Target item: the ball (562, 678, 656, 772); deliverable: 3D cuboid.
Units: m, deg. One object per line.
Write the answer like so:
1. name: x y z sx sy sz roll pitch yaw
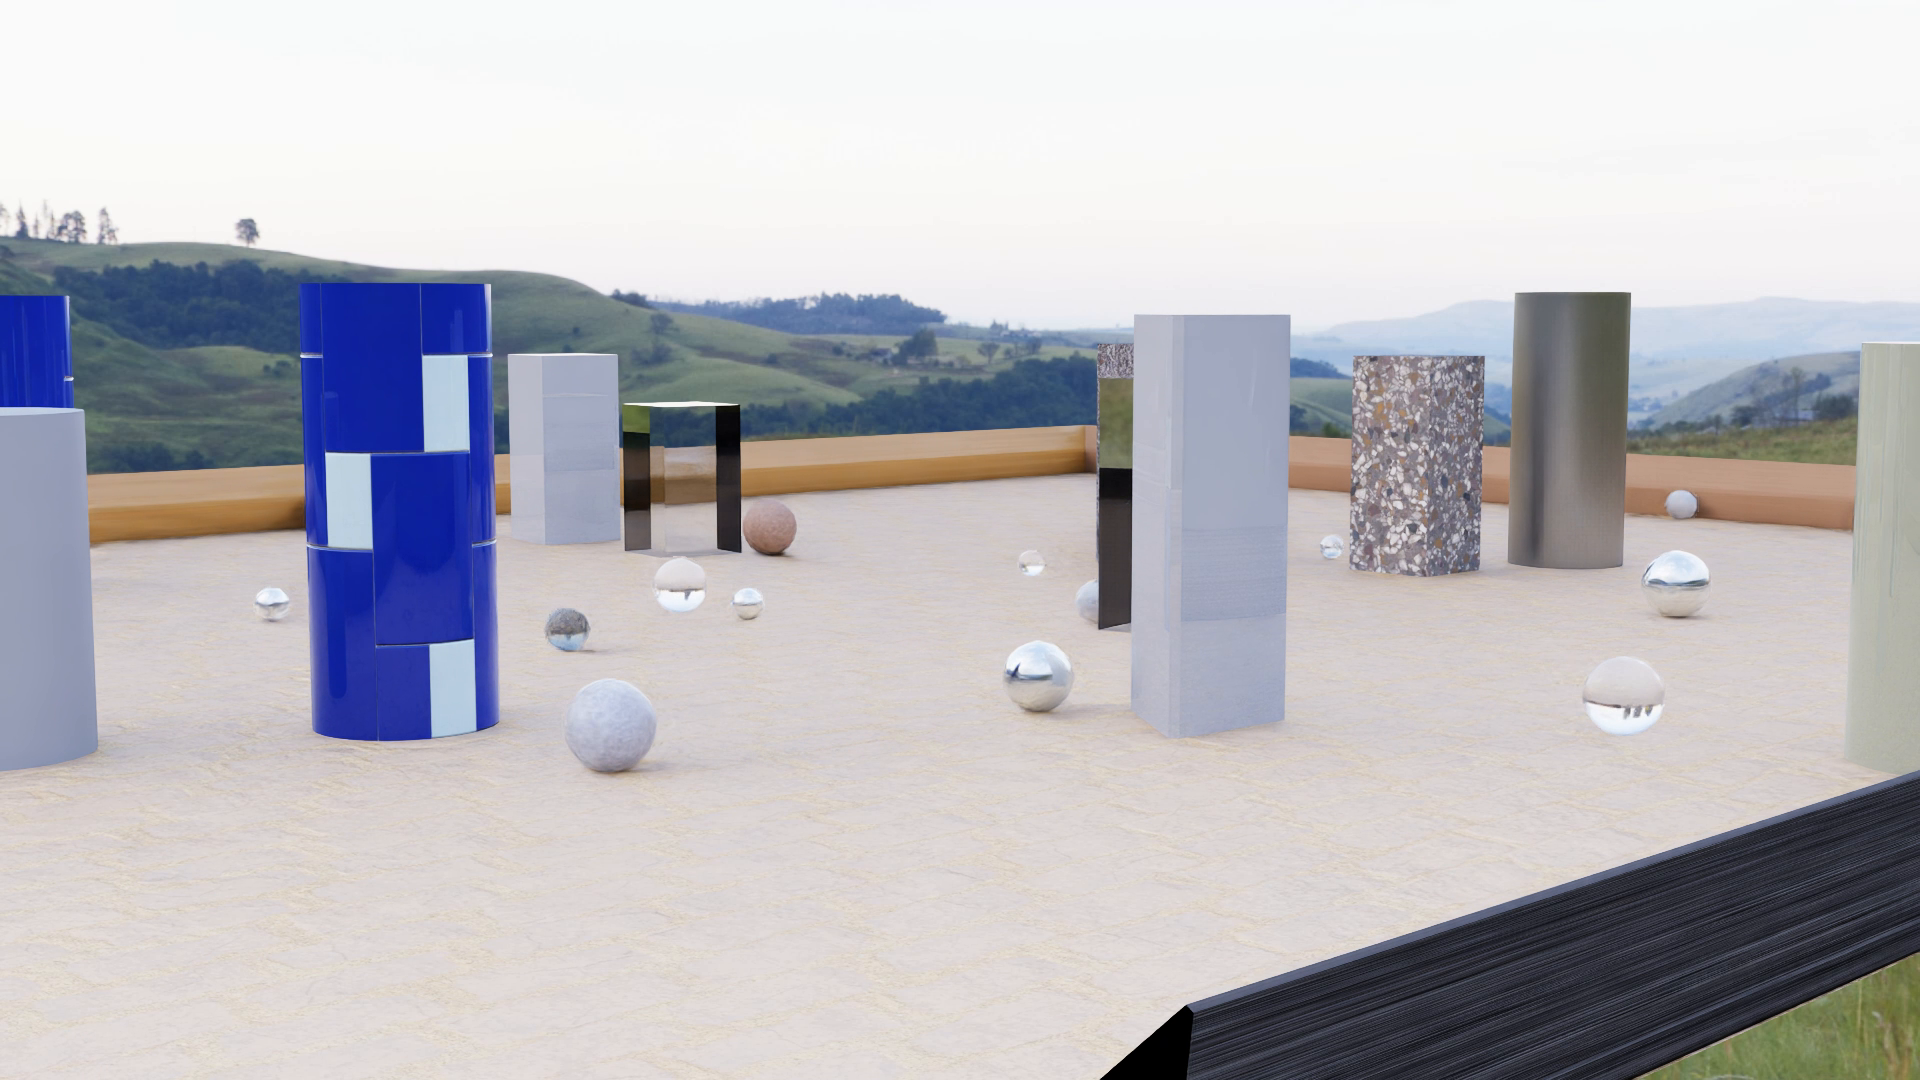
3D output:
1. ball: -0.339 0.179 2.128 0.090 0.090 0.090 0 6 0

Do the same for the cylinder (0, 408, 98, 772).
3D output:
1. cylinder: -0.975 0.044 2.200 0.198 0.344 0.198 0 6 0

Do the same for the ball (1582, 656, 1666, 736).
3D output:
1. ball: 0.696 0.164 2.307 0.083 0.083 0.083 0 6 0

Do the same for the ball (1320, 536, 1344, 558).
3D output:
1. ball: 0.669 0.014 3.953 0.041 0.041 0.041 0 6 0

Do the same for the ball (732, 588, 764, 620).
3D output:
1. ball: -0.307 0.093 3.169 0.046 0.046 0.046 0 6 0

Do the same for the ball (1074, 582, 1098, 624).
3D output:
1. ball: 0.194 0.089 3.130 0.061 0.061 0.061 0 6 0

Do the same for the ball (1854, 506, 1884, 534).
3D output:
1. ball: 1.820 -0.040 4.403 0.055 0.055 0.055 0 6 0

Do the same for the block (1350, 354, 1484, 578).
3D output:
1. block: 0.784 -0.132 3.773 0.158 0.368 0.158 -6 8 -43

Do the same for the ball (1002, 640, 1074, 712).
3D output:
1. ball: 0.087 0.152 2.445 0.079 0.079 0.079 0 6 0

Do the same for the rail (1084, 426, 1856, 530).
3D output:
1. rail: 1.541 -0.114 4.746 0.045 0.128 3.581 -5 8 -42

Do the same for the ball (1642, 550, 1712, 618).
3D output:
1. ball: 1.043 0.064 3.198 0.097 0.097 0.097 0 6 0

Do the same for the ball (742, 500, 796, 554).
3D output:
1. ball: -0.348 -0.023 4.023 0.099 0.099 0.099 0 6 0

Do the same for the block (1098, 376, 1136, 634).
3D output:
1. block: 0.304 -0.051 3.075 0.158 0.351 0.158 4 7 36

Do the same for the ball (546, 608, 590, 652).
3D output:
1. ball: -0.514 0.117 2.882 0.058 0.058 0.058 0 6 0

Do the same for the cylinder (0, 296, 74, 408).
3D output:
1. cylinder: -1.512 -0.153 3.496 0.198 0.467 0.198 0 6 0

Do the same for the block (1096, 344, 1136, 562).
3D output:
1. block: 0.350 -0.151 3.866 0.158 0.386 0.158 -3 7 -30

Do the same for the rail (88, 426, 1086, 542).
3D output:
1. rail: -1.198 -0.101 4.623 4.242 0.128 0.045 -5 8 -42

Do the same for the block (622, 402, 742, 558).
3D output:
1. block: -0.512 -0.113 4.050 0.158 0.273 0.158 -4 7 -36

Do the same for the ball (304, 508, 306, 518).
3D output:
1. ball: -1.298 -0.054 4.471 0.068 0.068 0.068 0 6 0

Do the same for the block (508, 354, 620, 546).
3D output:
1. block: -0.770 -0.180 4.278 0.158 0.359 0.158 -4 7 -35

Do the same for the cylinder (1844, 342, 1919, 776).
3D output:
1. cylinder: 0.981 0.014 2.154 0.198 0.413 0.198 0 6 0

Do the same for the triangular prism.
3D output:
1. triangular prism: 0.241 -0.023 2.382 0.171 0.440 0.148 -5 8 -40

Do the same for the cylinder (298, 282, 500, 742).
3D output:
1. cylinder: -0.598 -0.036 2.355 0.198 0.472 0.198 0 6 0

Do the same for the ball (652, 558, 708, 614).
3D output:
1. ball: -0.413 0.068 3.245 0.080 0.080 0.080 0 6 0

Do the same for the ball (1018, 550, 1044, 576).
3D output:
1. ball: 0.120 0.039 3.693 0.043 0.043 0.043 0 6 0

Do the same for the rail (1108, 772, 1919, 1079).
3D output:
1. rail: 1.198 0.168 2.040 4.242 0.128 0.045 -5 8 -42

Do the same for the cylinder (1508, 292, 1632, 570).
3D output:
1. cylinder: 1.071 -0.196 3.868 0.198 0.476 0.198 0 6 0

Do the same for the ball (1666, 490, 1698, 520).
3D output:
1. ball: 1.538 -0.075 4.689 0.064 0.064 0.064 0 6 0

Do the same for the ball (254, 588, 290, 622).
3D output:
1. ball: -0.987 0.093 3.156 0.049 0.049 0.049 0 6 0
